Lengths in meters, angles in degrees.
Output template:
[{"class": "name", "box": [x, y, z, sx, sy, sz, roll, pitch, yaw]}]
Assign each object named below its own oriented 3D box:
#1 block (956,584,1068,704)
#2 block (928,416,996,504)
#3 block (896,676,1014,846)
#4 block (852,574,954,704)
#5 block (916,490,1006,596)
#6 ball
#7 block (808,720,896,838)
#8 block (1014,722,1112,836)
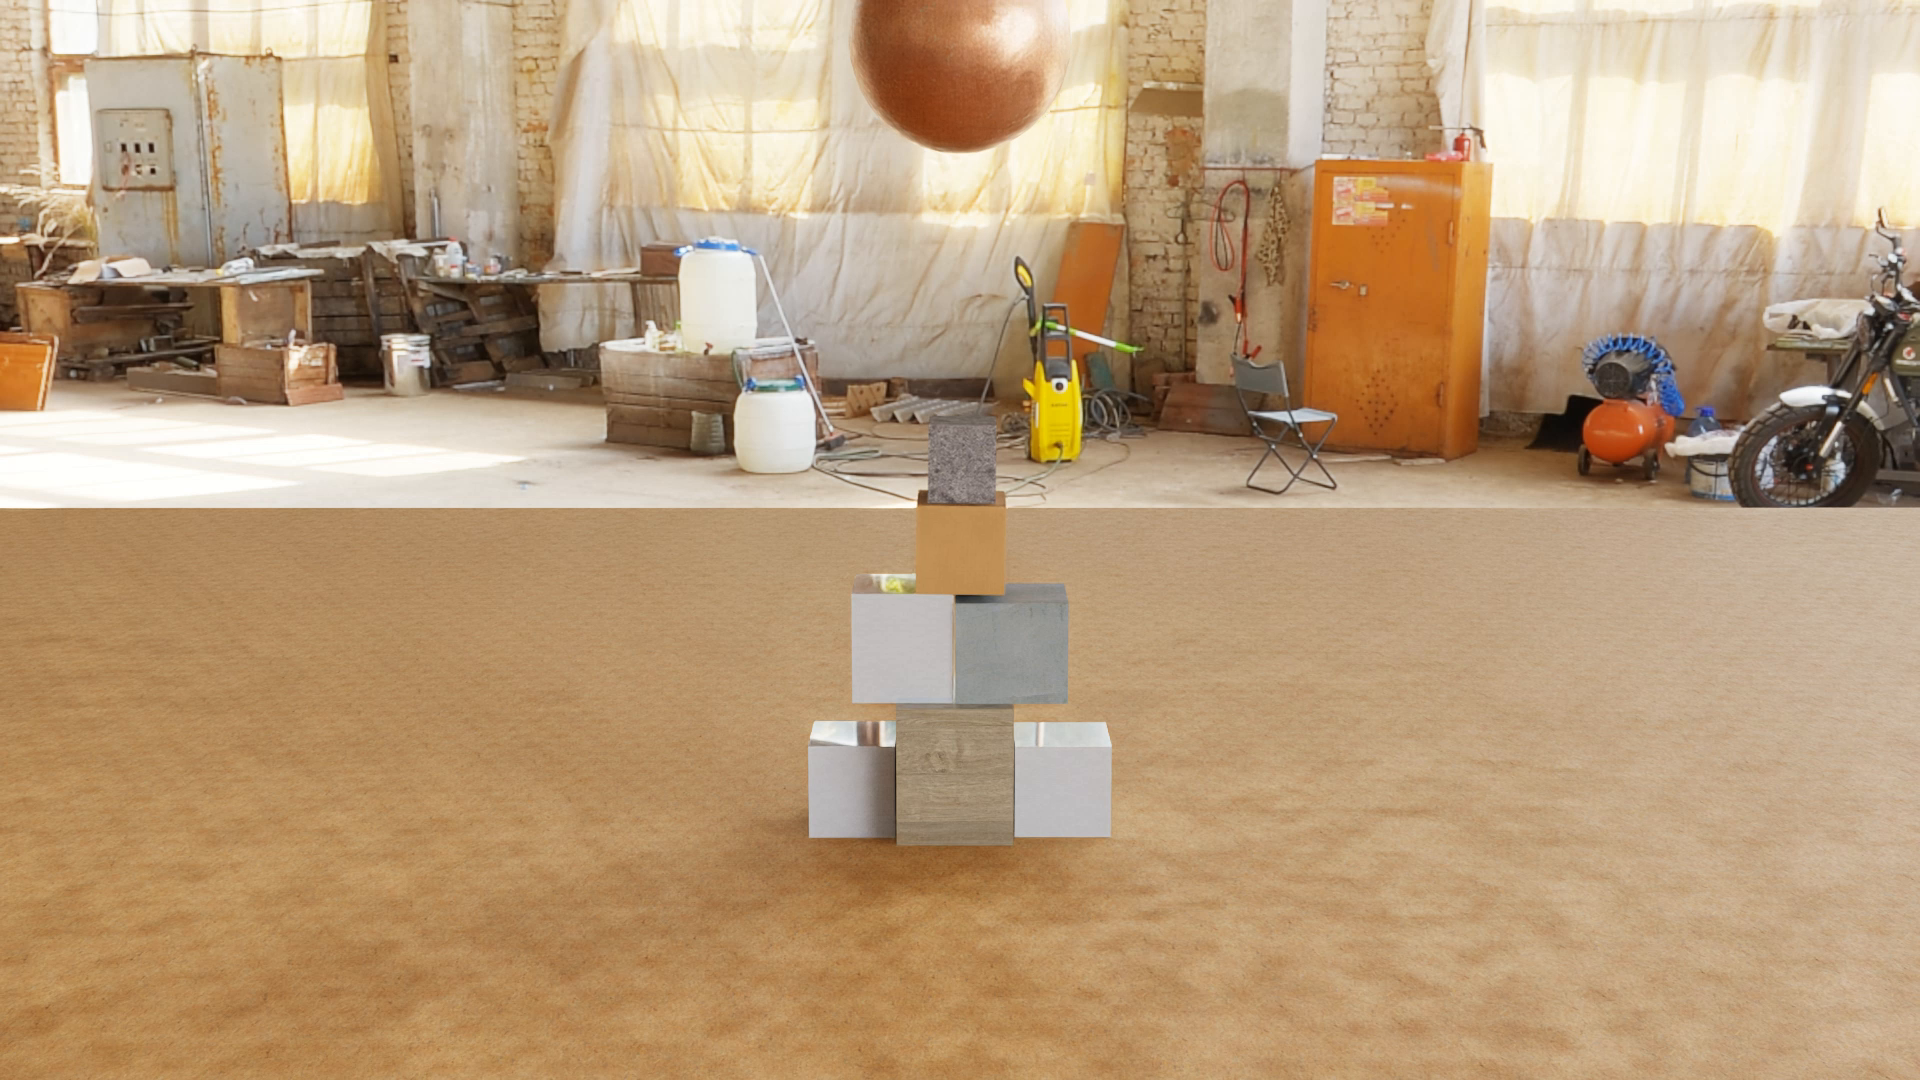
[{"class": "block", "box": [0.259, 0.525, 11.268, 0.567, 0.515, 0.506, 0, 10, 0]}, {"class": "block", "box": [0.011, -0.408, 11.098, 0.337, 0.393, 0.348, 1, 10, 0]}, {"class": "block", "box": [-0.025, 1.130, 11.366, 0.588, 0.710, 0.686, 0, 10, 0]}, {"class": "block", "box": [-0.288, 0.500, 11.277, 0.509, 0.562, 0.508, 0, 10, 0]}, {"class": "block", "box": [0.004, 0.008, 11.164, 0.444, 0.448, 0.493, 1, 10, 0]}, {"class": "ball", "box": [0.000, -3.576, 15.770, 1.600, 1.600, 1.600, 0, 10, 0]}, {"class": "block", "box": [-0.549, 1.237, 11.417, 0.440, 0.481, 0.494, 0, 10, 0]}, {"class": "block", "box": [0.524, 1.239, 11.414, 0.491, 0.478, 0.468, 0, 10, 0]}]
